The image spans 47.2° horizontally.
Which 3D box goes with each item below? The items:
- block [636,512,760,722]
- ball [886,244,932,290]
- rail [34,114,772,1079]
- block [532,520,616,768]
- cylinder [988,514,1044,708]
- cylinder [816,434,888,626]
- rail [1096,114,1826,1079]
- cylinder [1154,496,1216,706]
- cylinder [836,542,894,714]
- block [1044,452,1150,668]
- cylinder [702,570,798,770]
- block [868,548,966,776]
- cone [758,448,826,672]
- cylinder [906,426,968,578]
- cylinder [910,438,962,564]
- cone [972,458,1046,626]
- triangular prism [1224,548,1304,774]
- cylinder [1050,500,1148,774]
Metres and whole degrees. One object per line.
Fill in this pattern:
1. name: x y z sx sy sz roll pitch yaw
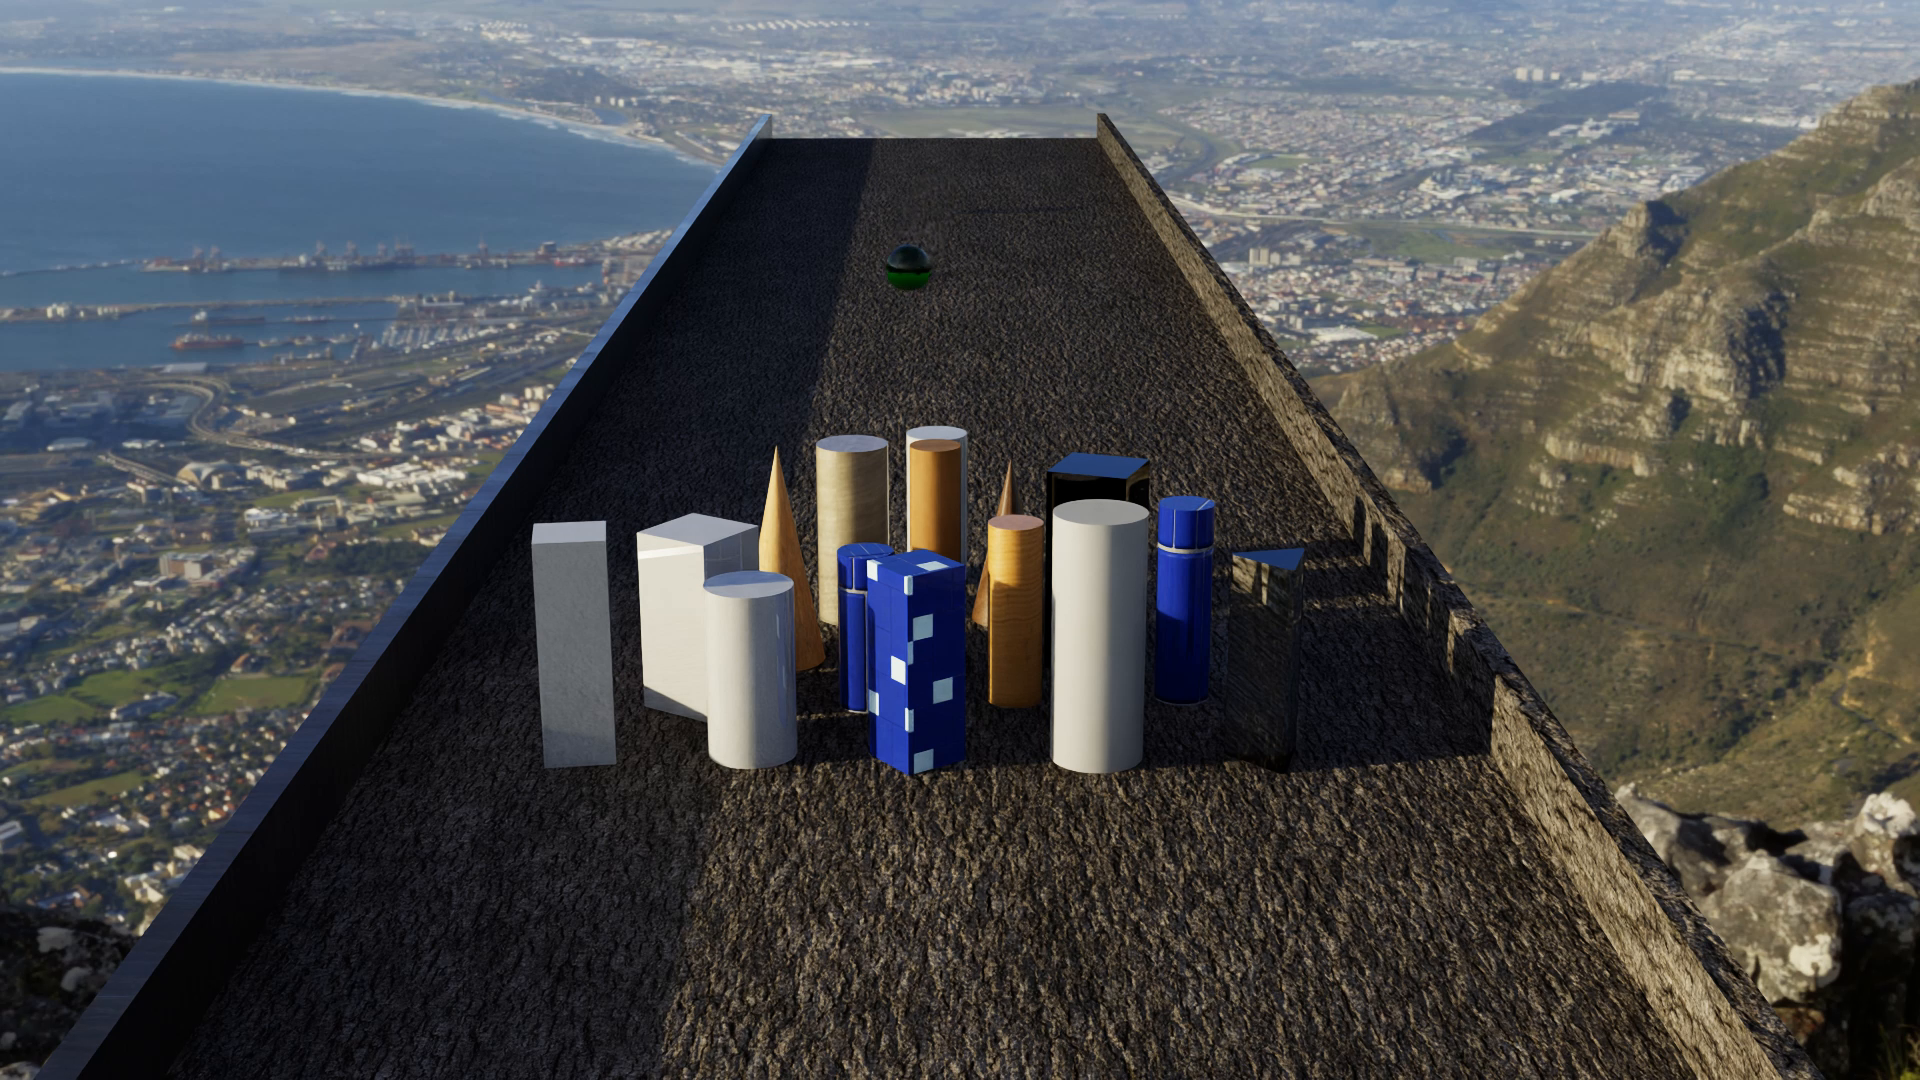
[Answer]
1. block: -0.487 0.144 4.139 0.159 0.343 0.159 11 20 32
2. ball: -0.198 -1.044 8.429 0.176 0.176 0.176 0 17 0
3. rail: -1.118 -0.838 7.780 0.050 0.150 12.000 0 17 -1
4. block: -0.679 0.184 3.884 0.126 0.413 0.126 -2 17 -8
5. cylinder: 0.104 0.135 4.156 0.105 0.351 0.105 0 17 0
6. cylinder: -0.225 -0.020 4.634 0.150 0.377 0.150 0 17 0
7. rail: 0.932 -0.844 7.801 0.050 0.150 12.000 0 17 -1
8. cylinder: 0.424 0.115 4.165 0.105 0.384 0.105 0 17 0
9. cylinder: -0.176 0.165 4.139 0.106 0.303 0.106 0 17 0
10. block: 0.272 0.047 4.362 0.161 0.403 0.161 6 18 20
11. cylinder: -0.371 0.229 3.901 0.160 0.316 0.160 0 17 0
12. block: -0.076 0.213 3.873 0.122 0.363 0.122 -12 20 -34
13. cone: -0.359 0.025 4.366 0.176 0.442 0.176 0 17 0
14. cylinder: -0.051 -0.075 4.894 0.134 0.334 0.134 0 17 0
15. cylinder: -0.048 0.029 4.347 0.101 0.446 0.101 0 17 0
16. cone: 0.106 -0.004 4.629 0.165 0.348 0.165 0 17 0
17. triangular prism: 0.562 0.205 3.882 0.117 0.374 0.135 -15 22 -41
18. cylinder: 0.243 0.168 3.867 0.166 0.453 0.166 0 17 0
